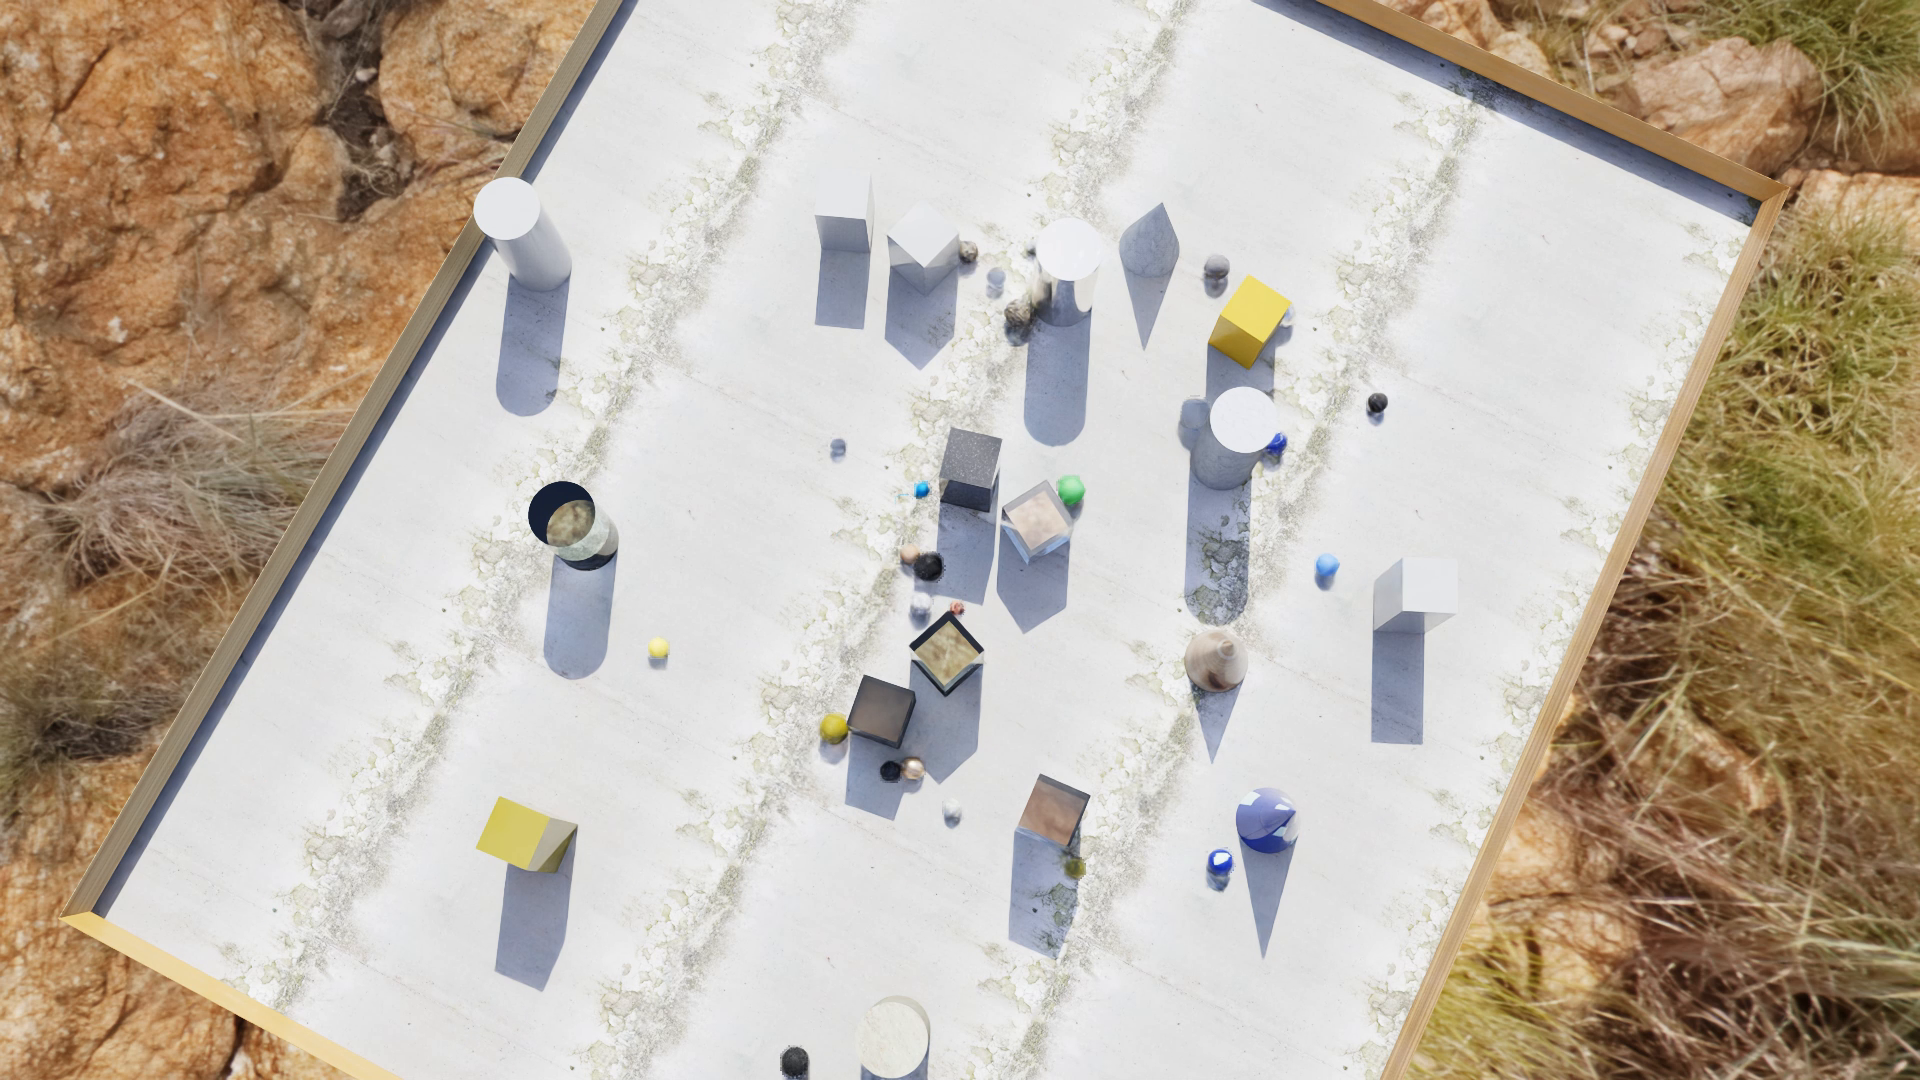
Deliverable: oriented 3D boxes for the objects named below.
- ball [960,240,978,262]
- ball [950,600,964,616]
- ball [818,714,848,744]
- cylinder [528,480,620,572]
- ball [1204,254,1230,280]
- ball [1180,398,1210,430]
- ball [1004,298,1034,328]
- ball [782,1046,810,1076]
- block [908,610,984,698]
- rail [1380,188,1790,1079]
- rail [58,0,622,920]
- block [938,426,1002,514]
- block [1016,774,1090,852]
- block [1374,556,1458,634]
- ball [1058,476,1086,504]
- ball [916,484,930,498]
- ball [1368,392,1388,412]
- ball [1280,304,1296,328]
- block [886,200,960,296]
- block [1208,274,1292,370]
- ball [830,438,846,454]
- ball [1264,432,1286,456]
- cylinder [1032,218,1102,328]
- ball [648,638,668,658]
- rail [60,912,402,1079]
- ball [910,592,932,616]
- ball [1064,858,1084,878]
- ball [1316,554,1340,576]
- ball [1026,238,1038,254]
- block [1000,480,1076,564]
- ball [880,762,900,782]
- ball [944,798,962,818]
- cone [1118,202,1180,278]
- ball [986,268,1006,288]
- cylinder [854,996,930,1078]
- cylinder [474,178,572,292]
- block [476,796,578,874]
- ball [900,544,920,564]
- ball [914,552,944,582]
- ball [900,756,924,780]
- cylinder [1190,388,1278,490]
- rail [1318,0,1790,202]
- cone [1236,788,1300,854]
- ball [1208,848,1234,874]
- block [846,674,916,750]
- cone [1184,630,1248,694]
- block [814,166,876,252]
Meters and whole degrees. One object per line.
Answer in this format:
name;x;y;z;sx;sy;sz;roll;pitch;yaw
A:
ball;0.022;-0.909;5.769;0.070;0.070;0.070;0;78;0
ball;-0.010;0.206;5.551;0.045;0.045;0.045;0;78;0
ball;-0.375;0.563;5.449;0.089;0.089;0.089;0;78;0
cylinder;-1.142;-0.037;5.435;0.195;0.370;0.195;0;78;0
ball;0.808;-0.856;5.753;0.080;0.080;0.080;0;78;0
ball;0.725;-0.391;5.648;0.097;0.097;0.097;0;78;0
ball;0.184;-0.708;5.717;0.090;0.090;0.090;0;78;0
ball;-0.472;1.499;5.264;0.083;0.083;0.083;0;78;0
block;-0.039;0.338;5.398;0.156;0.291;0.156;-41;81;-8
rail;1.605;0.792;5.387;0.045;0.126;4.315;26;80;5
rail;-1.605;-0.779;5.712;0.045;0.126;4.315;26;80;5
block;0.031;-0.207;5.496;0.156;0.321;0.156;13;79;3
block;0.264;0.787;5.274;0.156;0.352;0.156;23;79;5
block;1.336;0.166;5.390;0.156;0.376;0.156;3;78;1
ball;0.340;-0.152;5.604;0.086;0.086;0.086;0;78;0
ball;-0.116;-0.153;5.626;0.044;0.044;0.044;0;78;0
ball;1.294;-0.426;5.673;0.062;0.062;0.062;0;78;0
ball;1.005;-0.709;5.718;0.089;0.089;0.089;0;78;0
block;-0.111;-0.900;5.664;0.156;0.271;0.156;43;81;8
block;0.884;-0.664;5.611;0.156;0.279;0.156;35;80;7
ball;-0.375;-0.292;5.652;0.049;0.049;0.049;0;78;0
ball;0.968;-0.297;5.640;0.074;0.074;0.074;0;78;0
cylinder;0.321;-0.806;5.564;0.195;0.430;0.195;0;78;0
ball;-0.909;0.324;5.518;0.061;0.061;0.061;0;78;0
rail;-0.954;1.876;5.163;3.636;0.126;0.045;26;80;5
ball;-0.120;0.193;5.541;0.069;0.069;0.069;0;78;0
ball;0.334;0.964;5.386;0.061;0.061;0.061;0;78;0
ball;1.116;0.075;5.565;0.070;0.070;0.070;0;78;0
ball;0.232;-0.930;5.785;0.048;0.048;0.048;0;78;0
block;0.232;-0.051;5.506;0.156;0.237;0.156;-32;80;-6
ball;-0.206;0.687;5.443;0.061;0.061;0.061;0;78;0
ball;-0.021;0.794;5.424;0.055;0.055;0.055;0;78;0
cone;0.600;-0.963;5.618;0.195;0.388;0.195;0;78;0
ball;0.113;-0.825;5.756;0.062;0.062;0.062;0;78;0
cylinder;-0.182;1.374;5.092;0.195;0.471;0.195;0;78;0
cylinder;-1.324;-0.923;5.576;0.195;0.454;0.195;0;78;0
block;-1.235;0.847;5.247;0.156;0.380;0.156;22;79;4
ball;-0.153;0.044;5.578;0.058;0.058;0.058;0;78;0
ball;-0.095;0.082;5.555;0.088;0.088;0.088;0;78;0
ball;-0.142;0.677;5.441;0.069;0.069;0.069;0;78;0
cylinder;0.808;-0.294;5.438;0.195;0.468;0.195;0;78;0
rail;0.954;-1.862;5.936;3.636;0.126;0.045;26;80;5
cone;0.915;0.786;5.217;0.195;0.464;0.195;0;78;0
ball;0.765;0.945;5.382;0.076;0.076;0.076;0;78;0
block;-0.230;0.508;5.391;0.156;0.236;0.156;18;79;4
cone;0.775;0.331;5.368;0.195;0.353;0.195;0;78;0
block;-0.355;-1.022;5.683;0.156;0.284;0.156;5;78;1
